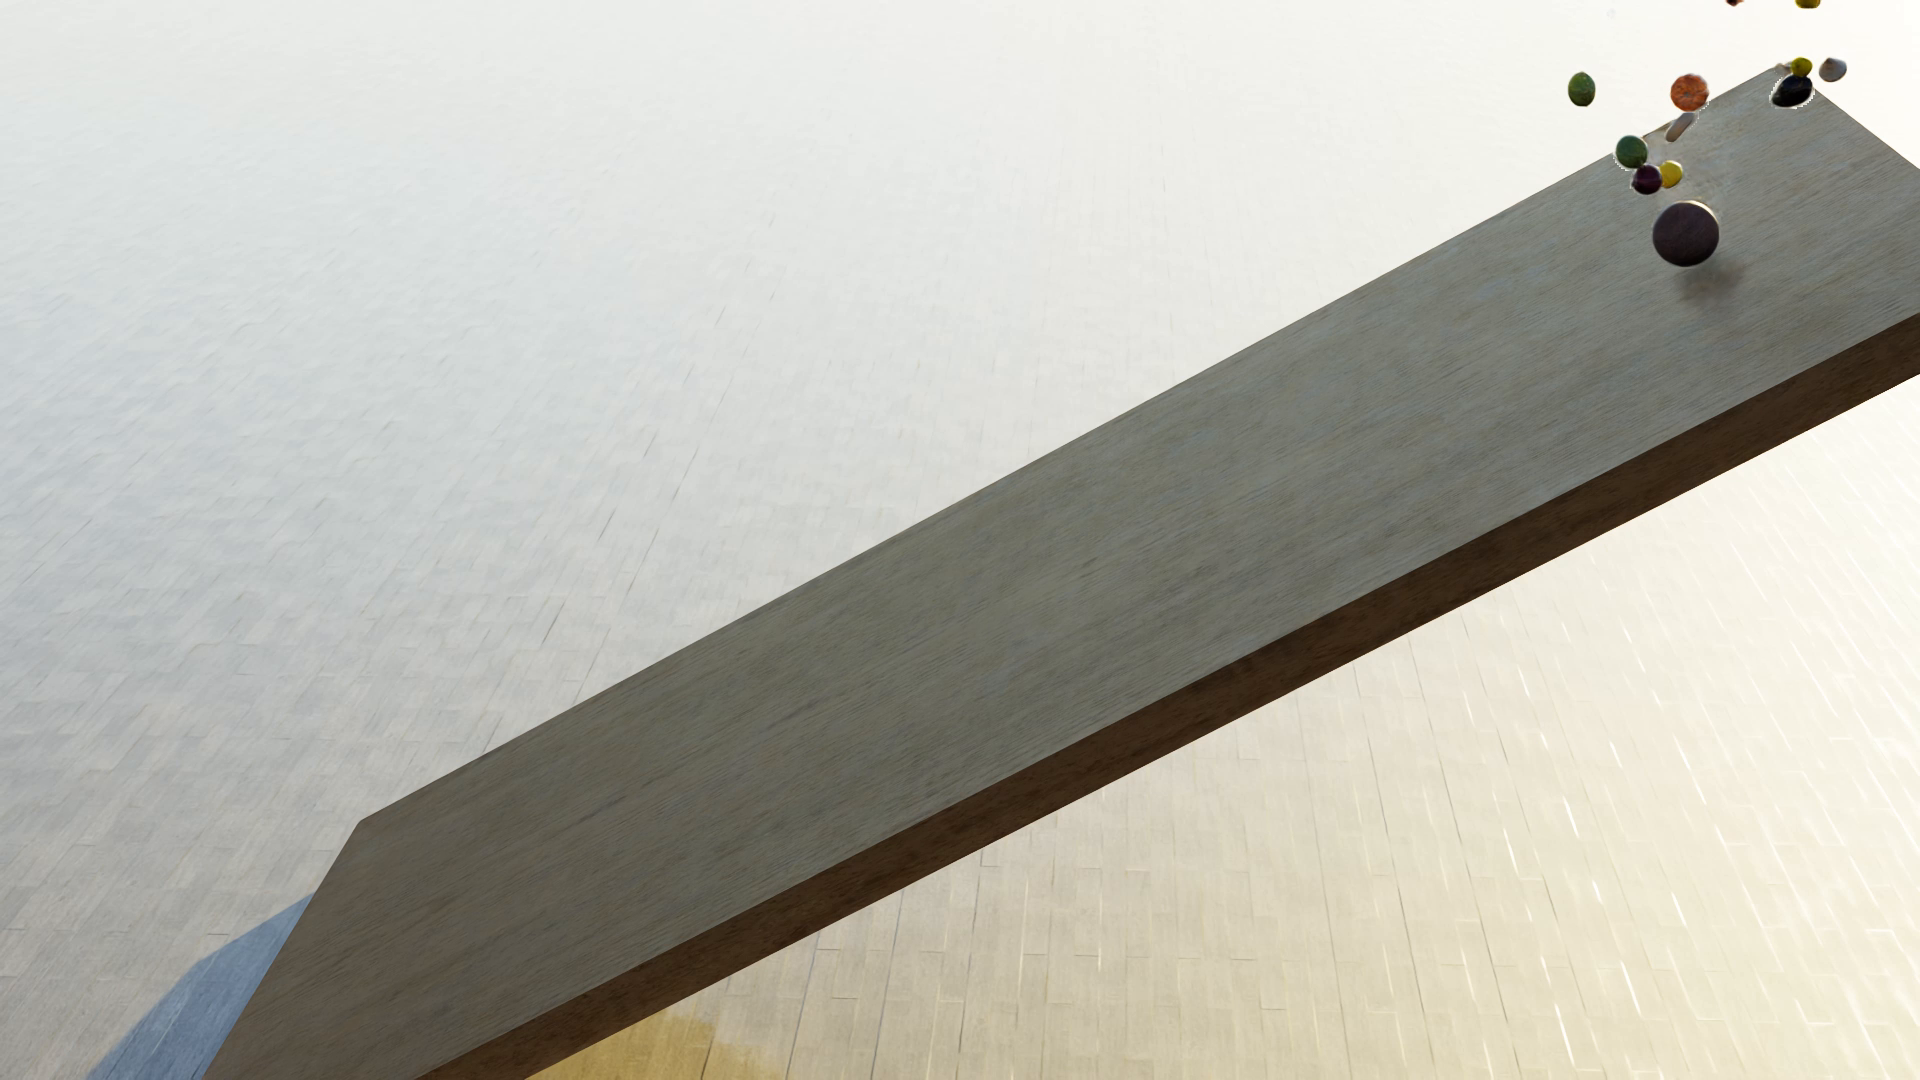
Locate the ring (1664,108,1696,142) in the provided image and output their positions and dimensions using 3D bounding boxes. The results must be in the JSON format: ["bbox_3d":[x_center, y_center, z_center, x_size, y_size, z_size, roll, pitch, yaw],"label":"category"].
[{"bbox_3d":[1.477,-0.850,6.030,0.028,0.084,0.084,40,27,5],"label":"ring"}]

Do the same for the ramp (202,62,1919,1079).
[{"bbox_3d":[0.142,0.168,6.284,4.000,0.100,2.000,-28,15,12],"label":"ramp"}]
